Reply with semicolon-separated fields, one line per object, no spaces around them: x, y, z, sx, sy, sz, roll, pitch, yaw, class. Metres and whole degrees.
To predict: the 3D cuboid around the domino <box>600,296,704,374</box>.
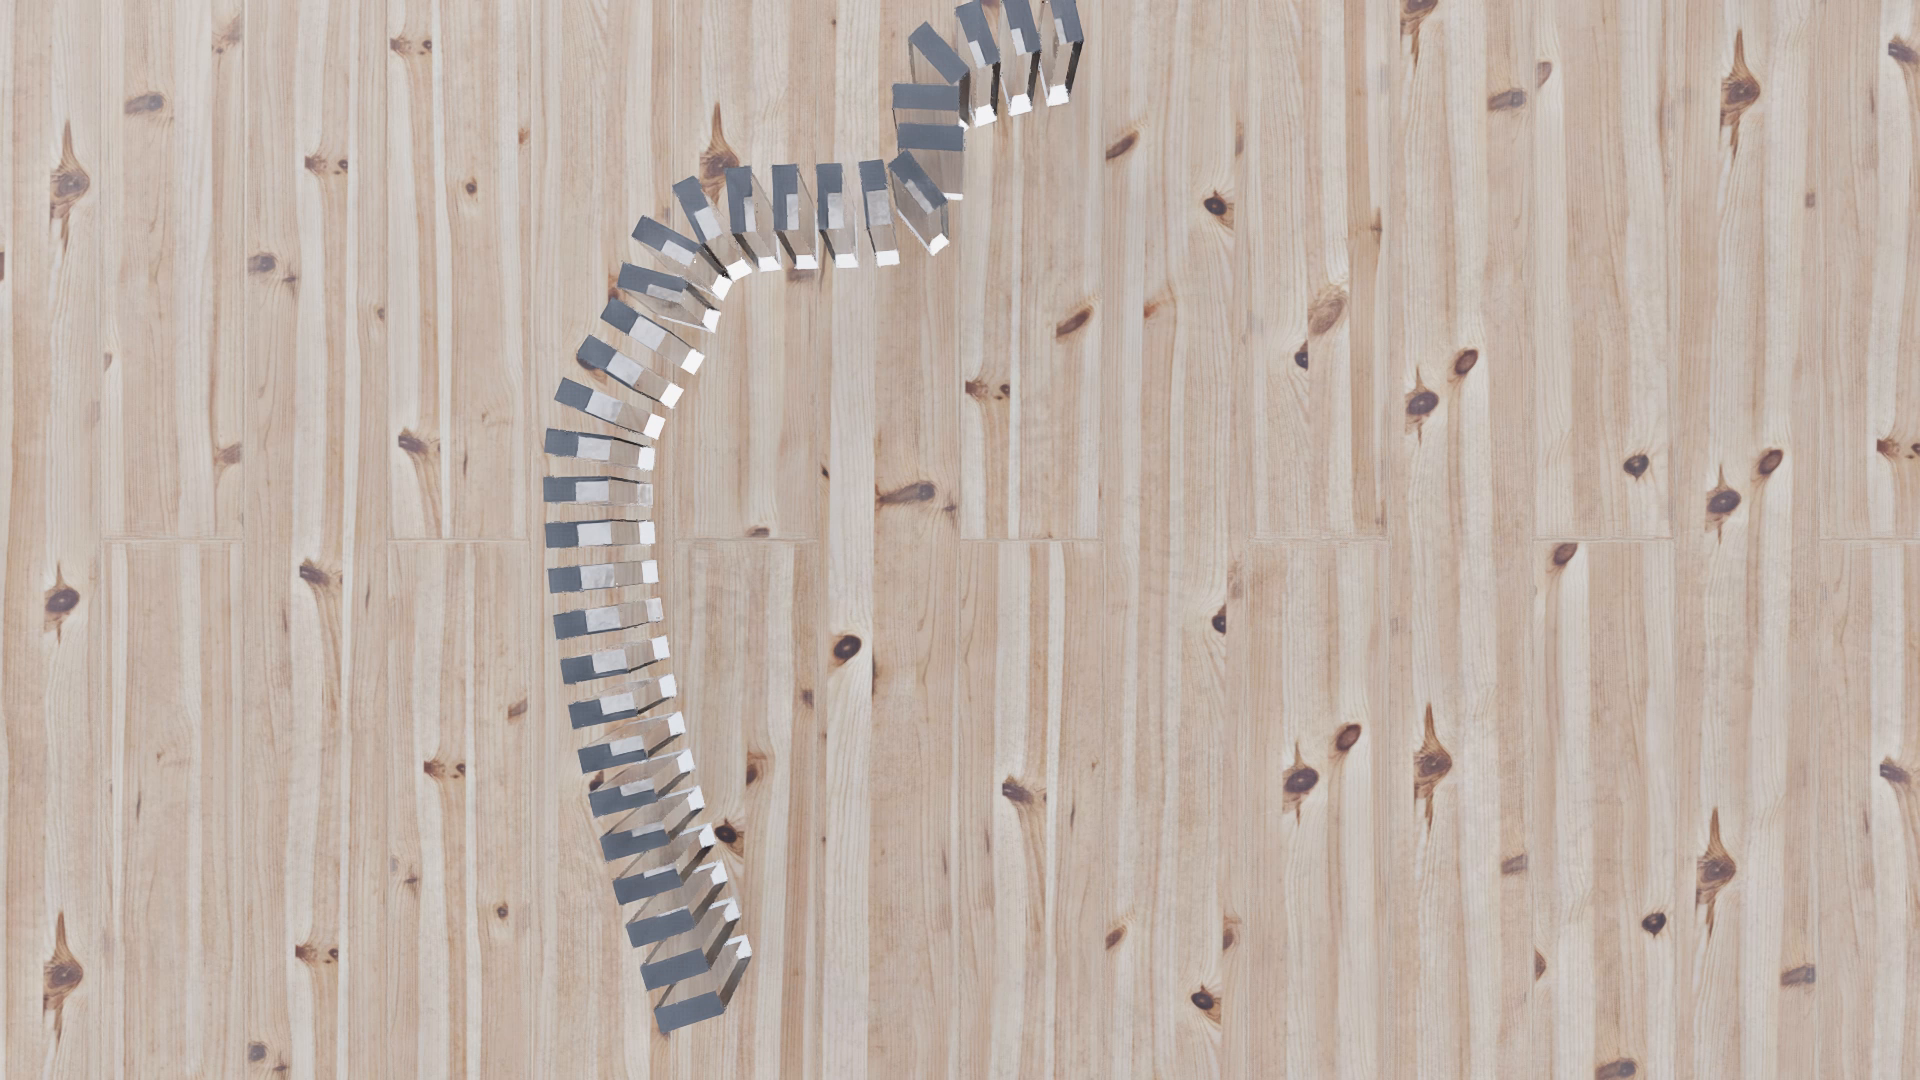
-0.125;-0.083;0.375;0.025;0.050;0.010;31;90;0;domino

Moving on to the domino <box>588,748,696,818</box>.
-0.129;0.099;0.375;0.025;0.050;0.009;-14;90;0;domino

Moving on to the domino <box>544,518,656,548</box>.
-0.146;-0.002;0.375;0.025;0.050;0.010;-4;90;0;domino

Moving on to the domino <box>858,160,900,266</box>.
-0.033;-0.133;0.375;0.009;0.050;0.025;-7;90;0;domino

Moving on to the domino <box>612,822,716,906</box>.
-0.120;0.132;0.375;0.025;0.050;0.009;-17;90;0;domino

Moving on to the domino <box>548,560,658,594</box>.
-0.145;0.015;0.375;0.025;0.050;0.010;-5;90;0;domino

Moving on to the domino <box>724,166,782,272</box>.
-0.084;-0.130;0.375;0.010;0.050;0.025;-6;90;0;domino

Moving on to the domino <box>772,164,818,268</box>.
-0.067;-0.131;0.375;0.009;0.050;0.025;-2;90;0;domino

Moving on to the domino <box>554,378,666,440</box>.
-0.142;-0.053;0.375;0.025;0.050;0.009;23;90;0;domino

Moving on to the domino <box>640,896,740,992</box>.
-0.109;0.164;0.375;0.025;0.050;0.010;-18;90;0;domino

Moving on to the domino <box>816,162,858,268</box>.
-0.050;-0.131;0.375;0.009;0.050;0.025;-2;90;0;domino

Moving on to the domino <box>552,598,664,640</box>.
-0.143;0.032;0.375;0.025;0.050;0.010;-8;90;0;domino

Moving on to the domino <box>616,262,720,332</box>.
-0.118;-0.098;0.375;0.025;0.050;0.009;16;90;0;domino

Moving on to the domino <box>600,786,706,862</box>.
-0.124;0.115;0.375;0.025;0.050;0.009;-16;90;0;domino

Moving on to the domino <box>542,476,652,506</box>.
-0.147;-0.020;0.375;0.025;0.050;0.010;-1;90;0;domino

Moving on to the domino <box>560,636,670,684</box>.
-0.140;0.048;0.375;0.025;0.050;0.010;-10;90;0;domino

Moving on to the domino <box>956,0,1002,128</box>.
0.007;-0.193;0.375;0.009;0.050;0.025;-20;90;0;domino

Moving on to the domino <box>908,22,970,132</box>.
-0.008;-0.186;0.375;0.009;0.050;0.025;-42;90;0;domino

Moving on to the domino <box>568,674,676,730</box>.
-0.137;0.065;0.375;0.025;0.050;0.009;-11;90;0;domino

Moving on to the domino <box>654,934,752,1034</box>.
-0.104;0.180;0.375;0.025;0.050;0.009;-18;90;0;domino

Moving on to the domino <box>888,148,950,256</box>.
-0.016;-0.137;0.375;0.009;0.050;0.025;-39;90;0;domino

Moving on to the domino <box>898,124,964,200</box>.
-0.011;-0.154;0.375;0.025;0.050;0.009;3;90;0;domino

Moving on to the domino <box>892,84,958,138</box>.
-0.013;-0.169;0.375;0.025;0.050;0.009;3;90;0;domino

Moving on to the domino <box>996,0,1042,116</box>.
0.023;-0.198;0.375;0.010;0.050;0.025;-15;90;0;domino

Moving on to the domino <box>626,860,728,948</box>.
-0.114;0.148;0.375;0.025;0.050;0.010;-18;90;0;domino

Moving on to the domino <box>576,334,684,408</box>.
-0.134;-0.068;0.375;0.025;0.050;0.010;32;90;0;domino

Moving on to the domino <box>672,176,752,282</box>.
-0.100;-0.126;0.375;0.009;0.050;0.025;-26;90;0;domino

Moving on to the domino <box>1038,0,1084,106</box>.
0.040;-0.202;0.375;0.009;0.050;0.025;-13;90;0;domino

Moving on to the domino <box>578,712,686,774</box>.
-0.133;0.082;0.375;0.025;0.050;0.009;-13;90;0;domino

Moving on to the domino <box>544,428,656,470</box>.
-0.146;-0.037;0.375;0.025;0.050;0.009;7;90;0;domino

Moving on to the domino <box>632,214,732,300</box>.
-0.112;-0.114;0.375;0.025;0.050;0.009;28;90;0;domino
